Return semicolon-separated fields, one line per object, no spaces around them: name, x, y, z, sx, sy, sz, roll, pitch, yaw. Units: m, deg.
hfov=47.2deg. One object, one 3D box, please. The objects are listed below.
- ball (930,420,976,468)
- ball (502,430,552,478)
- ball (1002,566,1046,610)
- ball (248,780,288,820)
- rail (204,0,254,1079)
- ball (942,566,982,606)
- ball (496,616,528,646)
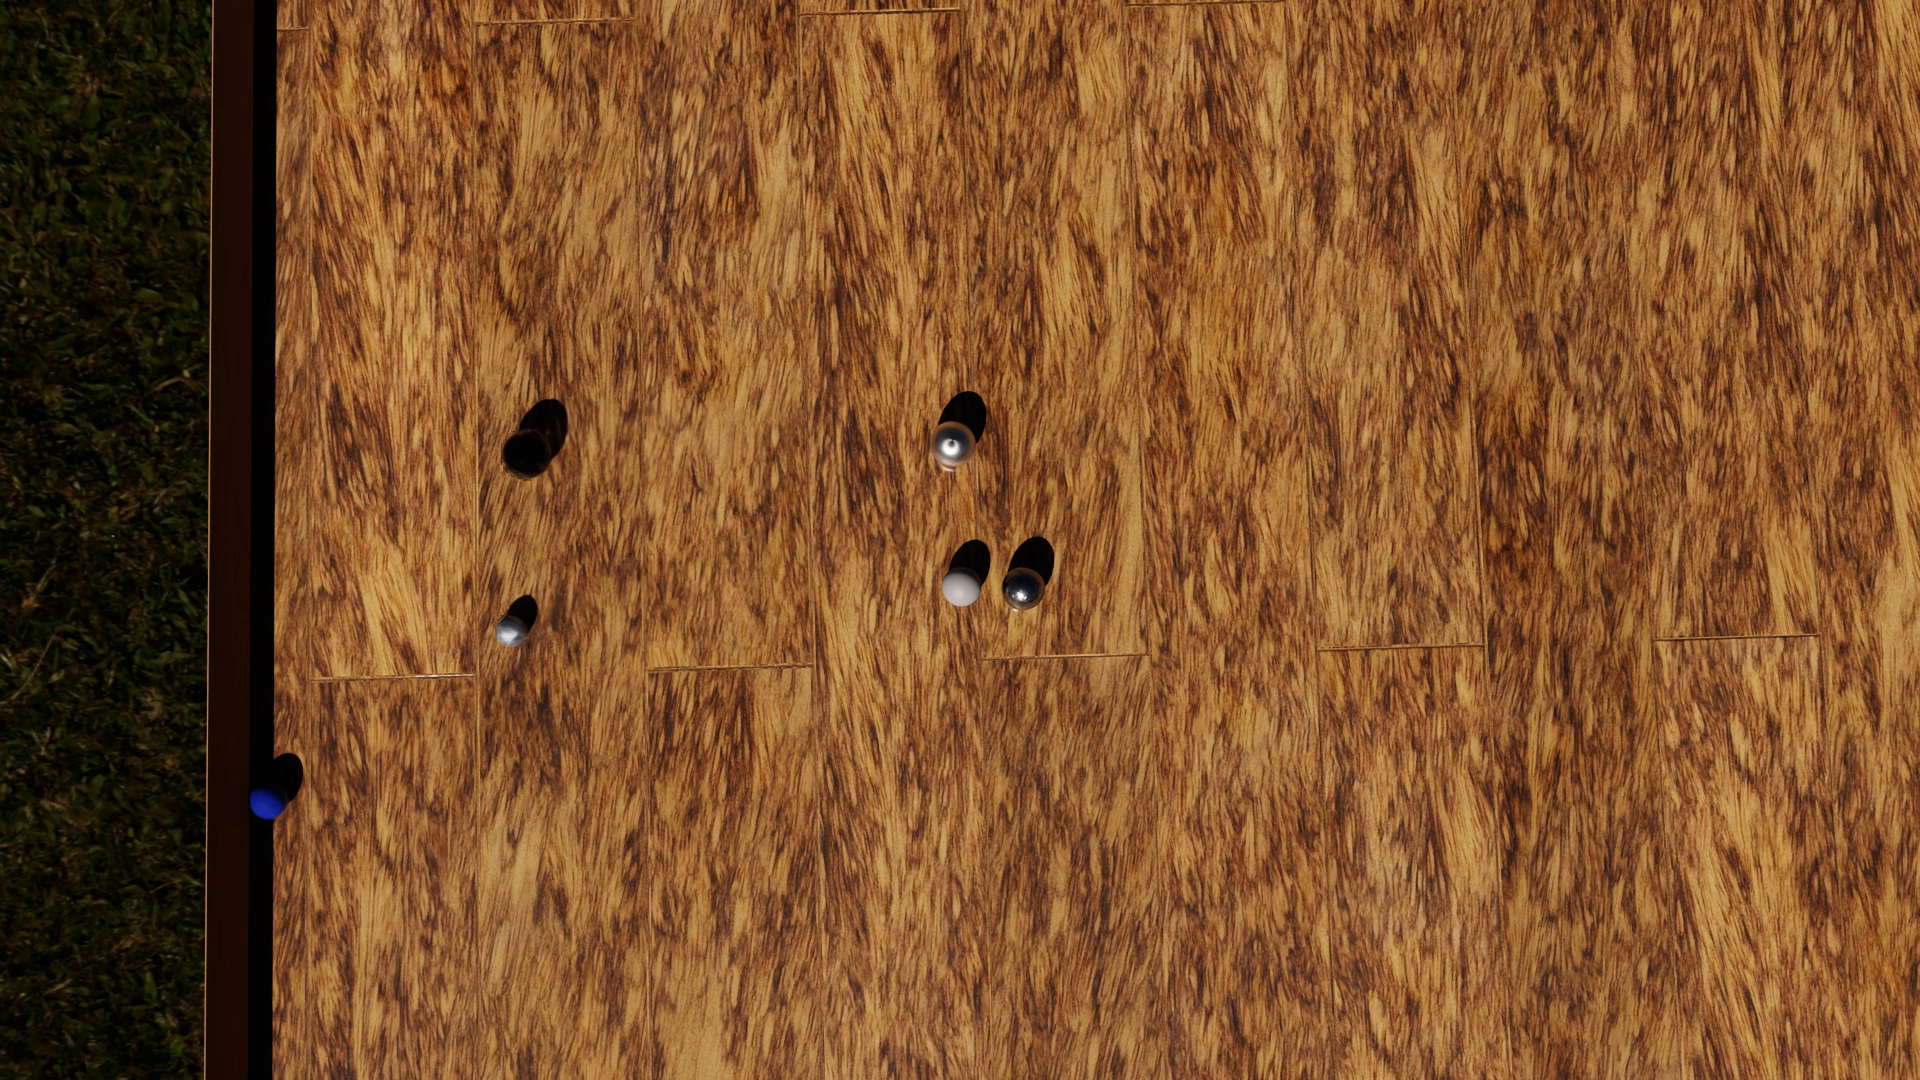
ball;-0.011;-0.143;3.270;0.069;0.069;0.069;0;84;0
ball;-0.643;-0.127;3.267;0.073;0.073;0.073;0;84;0
ball;0.094;0.071;3.249;0.065;0.065;0.065;0;84;0
ball;-1.012;0.381;3.218;0.056;0.056;0.056;0;84;0
rail;-1.068;0.030;3.238;0.045;0.094;2.354;-2;84;0
ball;0.003;0.069;3.252;0.059;0.059;0.059;0;84;0
ball;-0.662;0.134;3.252;0.044;0.044;0.044;0;84;0
